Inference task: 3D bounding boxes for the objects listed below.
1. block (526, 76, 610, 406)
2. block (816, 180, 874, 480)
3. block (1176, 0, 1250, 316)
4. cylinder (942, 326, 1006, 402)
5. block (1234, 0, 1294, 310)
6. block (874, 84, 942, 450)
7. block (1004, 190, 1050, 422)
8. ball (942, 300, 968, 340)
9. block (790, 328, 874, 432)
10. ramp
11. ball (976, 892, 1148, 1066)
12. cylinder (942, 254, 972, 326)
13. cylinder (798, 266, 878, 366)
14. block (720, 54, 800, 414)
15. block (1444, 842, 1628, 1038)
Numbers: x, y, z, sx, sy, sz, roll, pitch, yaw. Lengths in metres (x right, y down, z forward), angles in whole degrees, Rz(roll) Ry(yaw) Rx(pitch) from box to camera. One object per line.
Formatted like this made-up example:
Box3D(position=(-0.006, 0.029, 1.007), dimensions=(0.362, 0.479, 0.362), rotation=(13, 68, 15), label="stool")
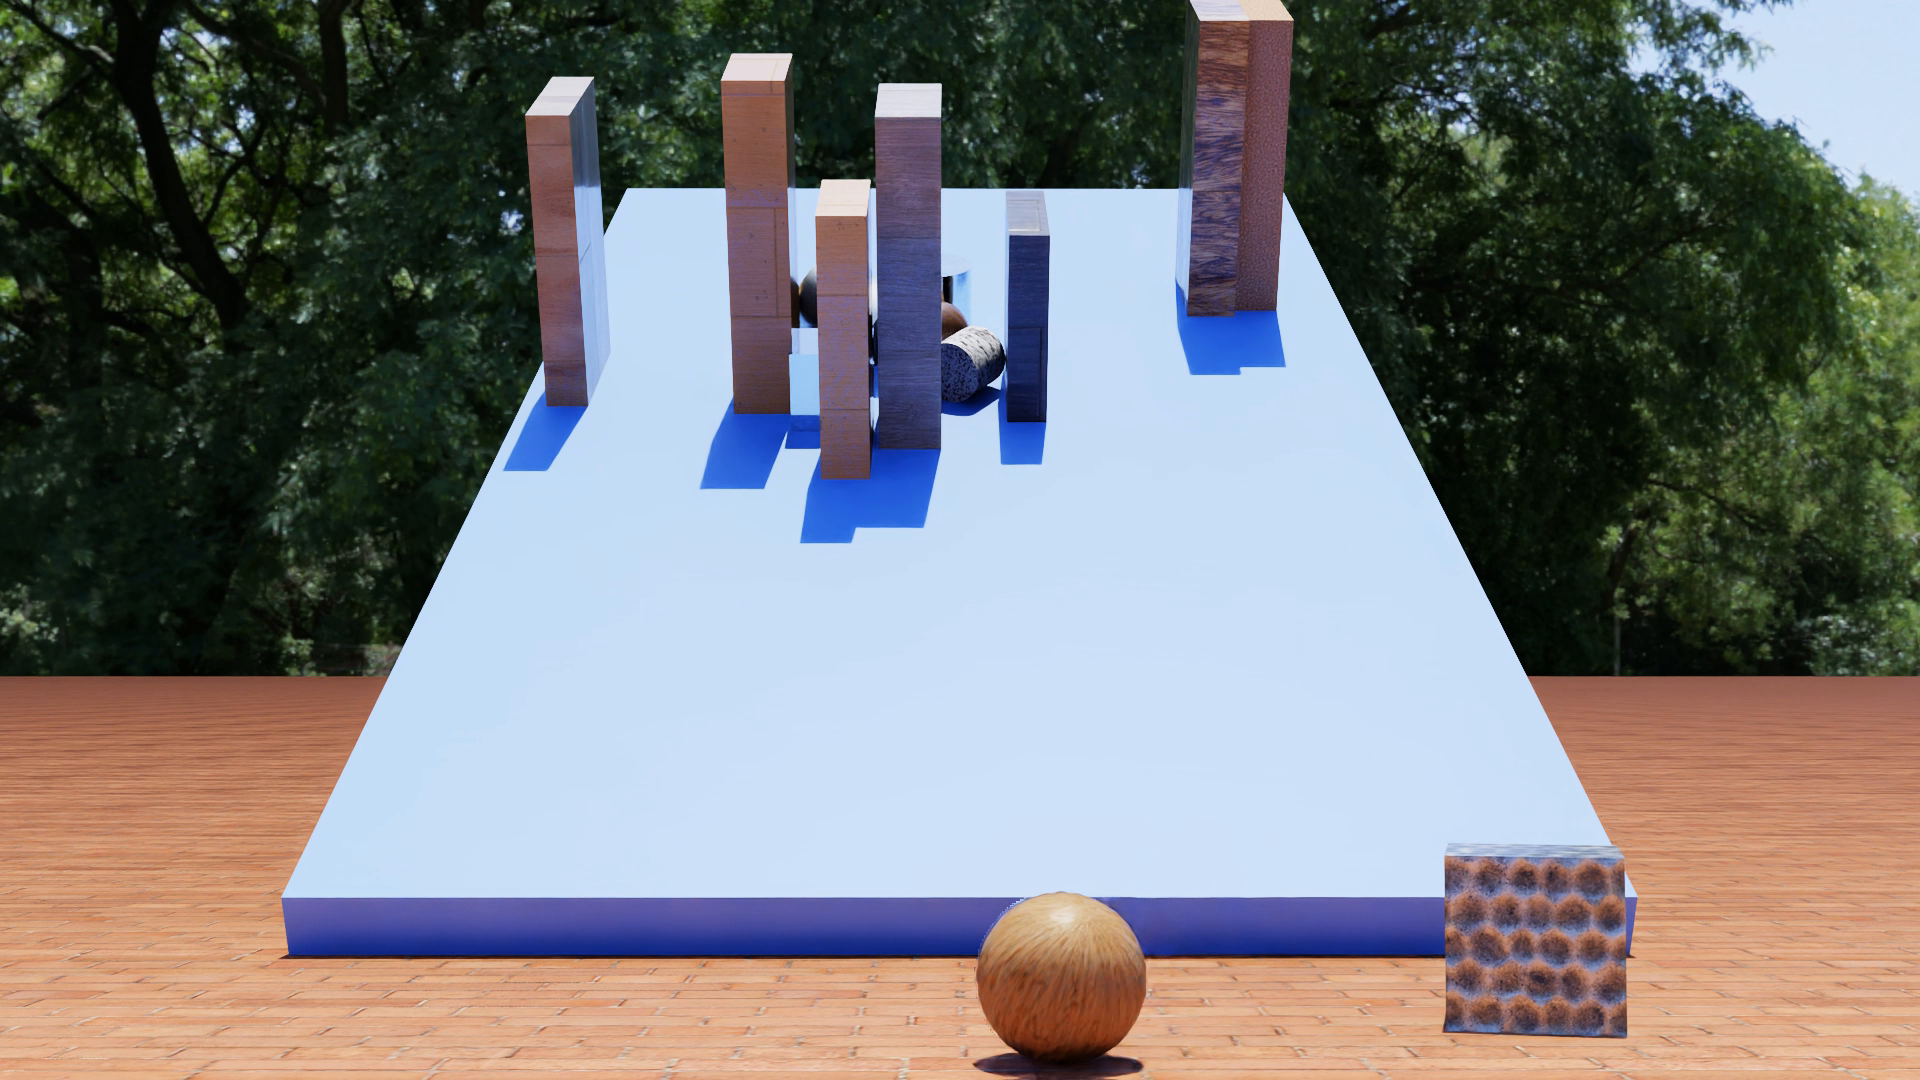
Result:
Box3D(position=(-0.902, -0.693, 5.368), dimensions=(0.096, 0.675, 0.384), rotation=(0, 24, 0), label="block")
Box3D(position=(-0.243, -0.449, 4.938), dimensions=(0.103, 0.574, 0.283), rotation=(0, 24, 0), label="block")
Box3D(position=(0.642, -0.987, 5.951), dimensions=(0.121, 0.754, 0.348), rotation=(0, 24, 0), label="block")
Box3D(position=(0.010, -0.410, 5.389), dimensions=(0.143, 0.143, 0.143), rotation=(-2, 20, 31), label="cylinder")
Box3D(position=(0.755, -1.000, 5.992), dimensions=(0.124, 0.745, 0.332), rotation=(0, 24, 0), label="block")
Box3D(position=(-0.109, -0.598, 5.078), dimensions=(0.136, 0.736, 0.311), rotation=(0, 24, 0), label="block")
Box3D(position=(0.151, -0.540, 5.321), dimensions=(0.089, 0.436, 0.374), rotation=(0, 24, 0), label="block")
Box3D(position=(-0.059, -0.489, 5.540), dimensions=(0.167, 0.167, 0.167), rotation=(0, -3, 0), label="ball")
Box3D(position=(-0.287, -0.362, 5.229), dimensions=(0.182, 0.182, 0.182), rotation=(0, 24, -1), label="block")
Box3D(position=(-0.008, -0.227, 5.273), dimensions=(2.000, 0.100, 4.000), rotation=(0, 24, 0), label="ramp")
Box3D(position=(0.110, 0.473, 2.505), dimensions=(0.184, 0.184, 0.184), rotation=(0, -3, 0), label="ball")
Box3D(position=(-0.071, -0.579, 5.701), dimensions=(0.202, 0.202, 0.202), rotation=(0, 24, 0), label="cylinder")
Box3D(position=(-0.262, -0.543, 5.529), dimensions=(0.207, 0.207, 0.207), rotation=(35, 7, 16), label="cylinder")
Box3D(position=(-0.446, -0.692, 5.258), dimensions=(0.136, 0.763, 0.275), rotation=(0, 24, 0), label="block")
Box3D(position=(0.695, 0.479, 2.811), dimensions=(0.205, 0.205, 0.205), rotation=(-1, -3, 13), label="block")
